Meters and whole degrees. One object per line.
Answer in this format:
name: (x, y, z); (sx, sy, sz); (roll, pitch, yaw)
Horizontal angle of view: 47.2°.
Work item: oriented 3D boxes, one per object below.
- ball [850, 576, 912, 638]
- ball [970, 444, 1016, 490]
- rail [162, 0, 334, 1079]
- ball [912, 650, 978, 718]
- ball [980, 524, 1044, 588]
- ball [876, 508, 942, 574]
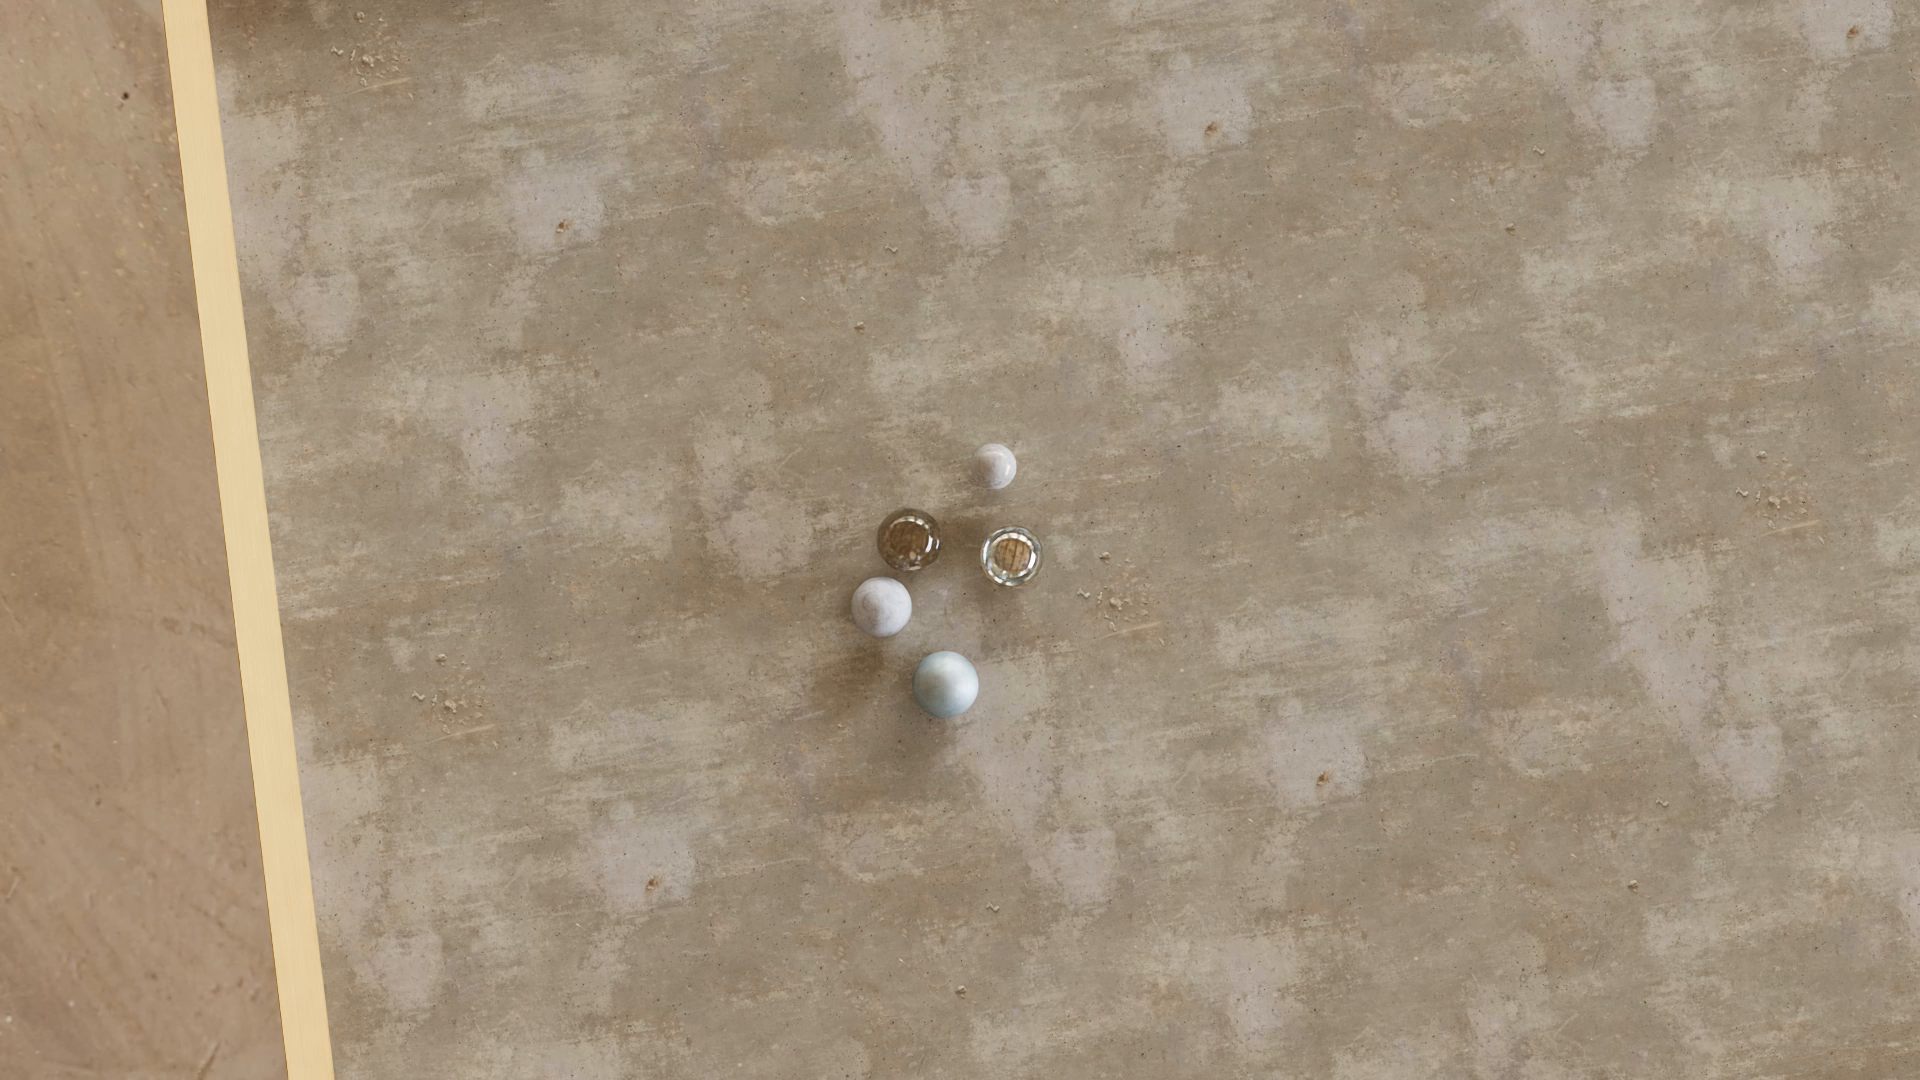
ball: (-0.116, 0.098, 3.234); (0.090, 0.090, 0.090); (0, 84, 0)
ball: (0.050, -0.109, 3.267); (0.069, 0.069, 0.069); (0, 84, 0)
rail: (-1.012, 0.153, 3.207); (0.045, 0.127, 2.412); (-9, 84, -1)
ball: (-0.022, 0.211, 3.217); (0.098, 0.098, 0.098); (0, 84, 0)
ball: (0.077, 0.024, 3.239); (0.095, 0.095, 0.095); (0, 84, 0)
ball: (-0.074, 0.000, 3.240); (0.098, 0.098, 0.098); (0, 84, 0)
